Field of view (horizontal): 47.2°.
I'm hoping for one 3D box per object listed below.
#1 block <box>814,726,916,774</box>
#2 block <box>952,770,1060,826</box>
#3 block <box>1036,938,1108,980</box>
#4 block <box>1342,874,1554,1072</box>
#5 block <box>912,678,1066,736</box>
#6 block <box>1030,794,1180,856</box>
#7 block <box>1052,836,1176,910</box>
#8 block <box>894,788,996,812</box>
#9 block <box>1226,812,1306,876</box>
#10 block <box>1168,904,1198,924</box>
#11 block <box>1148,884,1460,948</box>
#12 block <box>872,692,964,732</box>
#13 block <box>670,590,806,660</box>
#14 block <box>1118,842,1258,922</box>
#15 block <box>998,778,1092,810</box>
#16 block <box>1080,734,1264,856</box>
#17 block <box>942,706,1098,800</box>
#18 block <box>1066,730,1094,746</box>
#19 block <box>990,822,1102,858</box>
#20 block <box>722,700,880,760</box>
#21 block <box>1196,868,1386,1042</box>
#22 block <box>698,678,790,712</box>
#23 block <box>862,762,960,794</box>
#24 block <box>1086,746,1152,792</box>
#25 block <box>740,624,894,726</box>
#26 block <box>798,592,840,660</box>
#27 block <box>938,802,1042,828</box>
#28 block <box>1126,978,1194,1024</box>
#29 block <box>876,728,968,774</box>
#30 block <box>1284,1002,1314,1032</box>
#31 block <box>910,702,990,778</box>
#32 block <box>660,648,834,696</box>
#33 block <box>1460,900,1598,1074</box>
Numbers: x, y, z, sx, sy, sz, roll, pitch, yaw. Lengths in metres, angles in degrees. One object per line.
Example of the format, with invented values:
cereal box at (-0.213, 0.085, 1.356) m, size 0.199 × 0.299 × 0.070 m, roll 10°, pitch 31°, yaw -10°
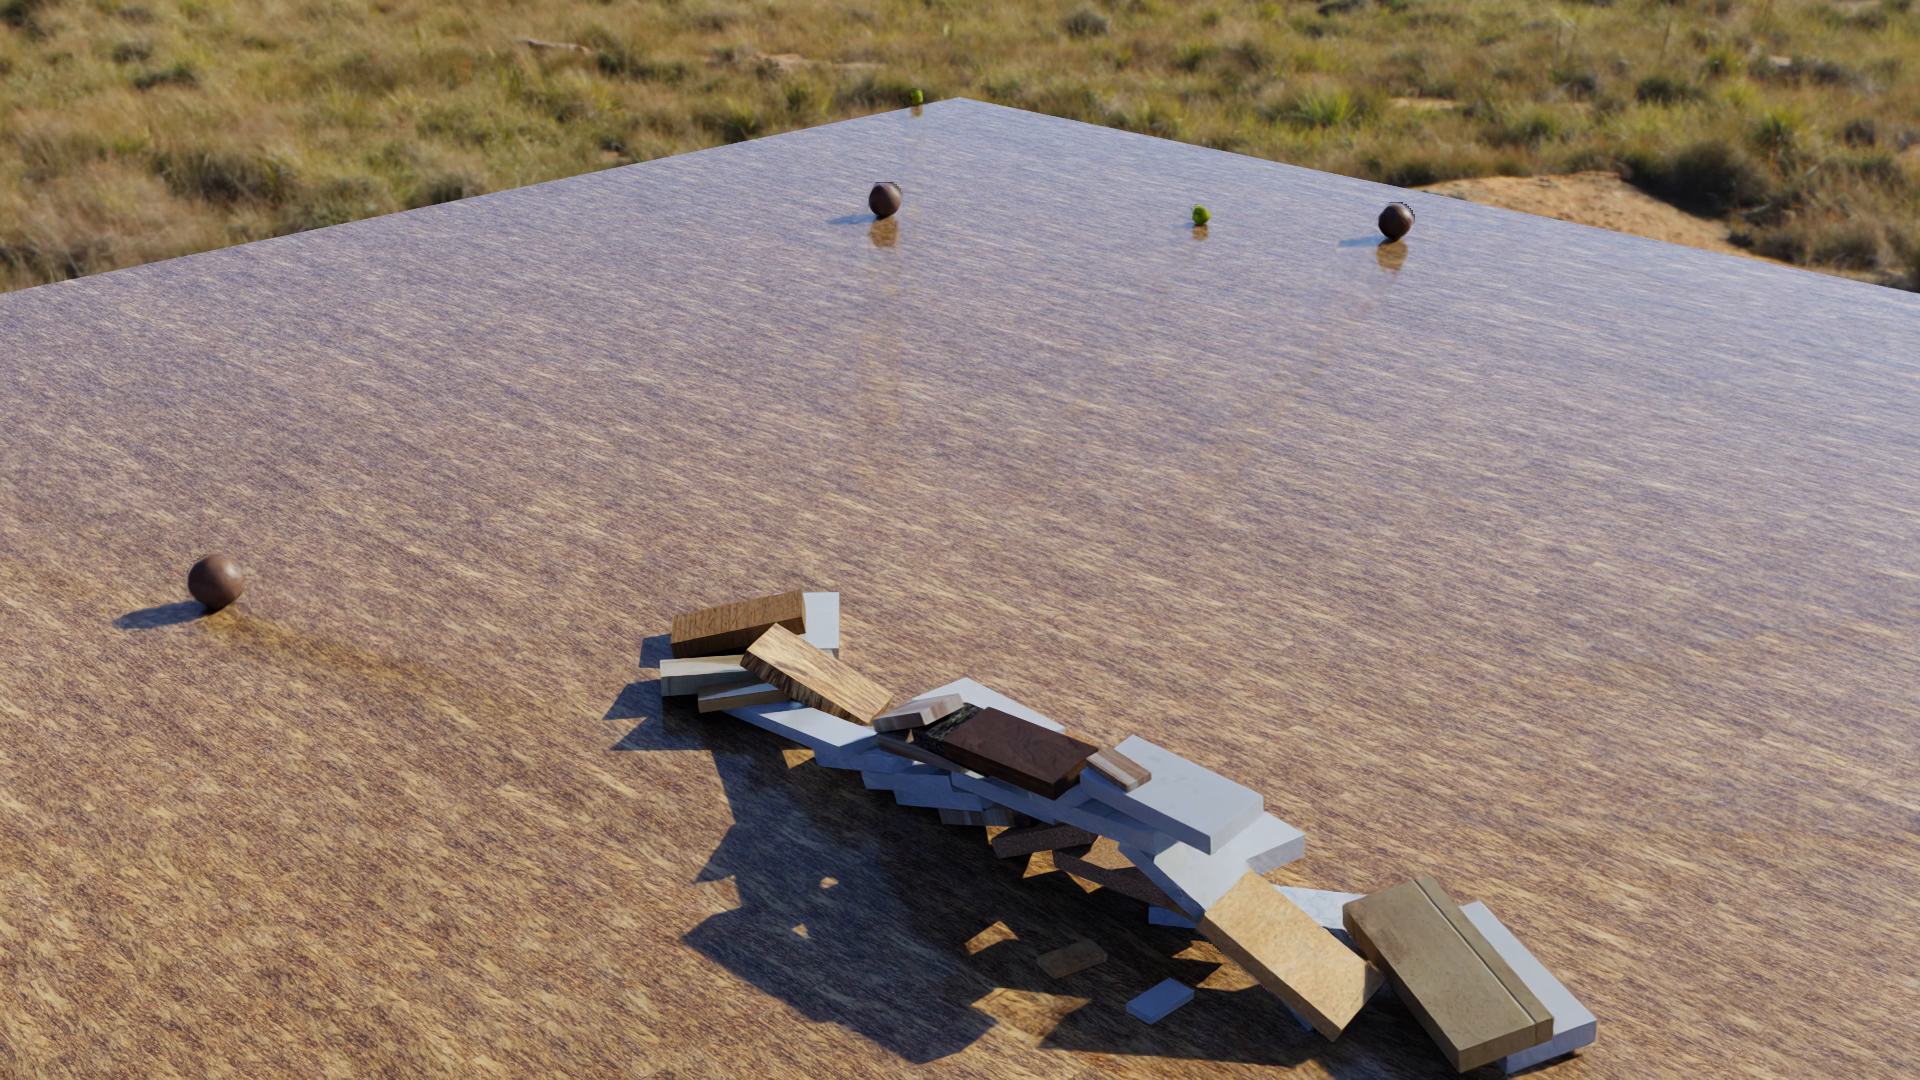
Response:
block at (-0.173, 0.435, 4.574) m, size 0.130 × 0.037 × 0.261 m, roll -26°, pitch 16°, yaw -38°
block at (0.124, 0.471, 4.279) m, size 0.260 × 0.037 × 0.130 m, roll 17°, pitch 32°, yaw 39°
block at (0.202, 0.754, 3.962) m, size 0.114 × 0.016 × 0.057 m, roll -13°, pitch 26°, yaw -28°
block at (0.834, 0.739, 3.788) m, size 0.175 × 0.050 × 0.408 m, roll -16°, pitch 31°, yaw -12°
block at (0.058, 0.387, 4.679) m, size 0.157 × 0.044 × 0.313 m, roll -19°, pitch 29°, yaw -37°
block at (0.296, 0.488, 4.051) m, size 0.150 × 0.042 × 0.333 m, roll -26°, pitch 24°, yaw -33°
block at (0.326, 0.602, 4.123) m, size 0.144 × 0.041 × 0.289 m, roll -26°, pitch 26°, yaw -36°
block at (-0.001, 0.496, 4.429) m, size 0.130 × 0.037 × 0.260 m, roll -26°, pitch 15°, yaw -39°
block at (0.498, 0.562, 4.373) m, size 0.176 × 0.050 × 0.351 m, roll -16°, pitch 28°, yaw -33°
block at (0.413, 0.637, 4.100) m, size 0.125 × 0.035 × 0.250 m, roll -23°, pitch 24°, yaw -31°
block at (0.646, 0.695, 4.077) m, size 0.580 × 0.035 × 0.125 m, roll 5°, pitch 23°, yaw 11°
block at (-0.086, 0.348, 4.417) m, size 0.100 × 0.028 × 0.200 m, roll -24°, pitch 4°, yaw -32°
block at (-0.519, 0.198, 5.162) m, size 0.310 × 0.044 × 0.155 m, roll -12°, pitch 23°, yaw 1°
block at (0.441, 0.608, 3.985) m, size 0.289 × 0.041 × 0.144 m, roll 41°, pitch 48°, yaw 24°
block at (0.179, 0.432, 4.157) m, size 0.134 × 0.038 × 0.269 m, roll -24°, pitch 21°, yaw -27°
block at (0.377, 0.454, 3.940) m, size 0.300 × 0.042 × 0.150 m, roll 23°, pitch 40°, yaw 39°
block at (0.113, 0.396, 4.103) m, size 0.268 × 0.038 × 0.134 m, roll 18°, pitch 37°, yaw 38°
block at (0.091, 0.420, 4.716) m, size 0.378 × 0.044 × 0.155 m, roll 20°, pitch 30°, yaw 38°
block at (0.203, 0.548, 4.227) m, size 0.144 × 0.041 × 0.289 m, roll -26°, pitch 4°, yaw -39°
block at (-0.347, 0.388, 4.691) m, size 0.100 × 0.028 × 0.498 m, roll -16°, pitch 17°, yaw -33°
block at (0.573, 0.716, 3.806) m, size 0.300 × 0.042 × 0.150 m, roll 39°, pitch 47°, yaw 19°
block at (-0.474, 0.338, 4.832) m, size 0.200 × 0.028 × 0.100 m, roll -8°, pitch 14°, yaw -4°
block at (-0.065, 0.466, 4.471) m, size 0.261 × 0.037 × 0.131 m, roll -4°, pitch 17°, yaw 46°
block at (0.285, 0.413, 3.965) m, size 0.057 × 0.016 × 0.114 m, roll -24°, pitch 35°, yaw -30°
block at (-0.312, 0.307, 4.818) m, size 0.310 × 0.044 × 0.155 m, roll 30°, pitch 28°, yaw 8°
block at (-0.365, 0.210, 5.210) m, size 0.157 × 0.044 × 0.313 m, roll -1°, pitch 23°, yaw -3°
block at (0.091, 0.522, 4.360) m, size 0.130 × 0.037 × 0.260 m, roll -27°, pitch 14°, yaw -41°
block at (0.350, 0.805, 3.843) m, size 0.114 × 0.016 × 0.057 m, roll -21°, pitch 30°, yaw -40°
block at (-0.036, 0.402, 4.409) m, size 0.130 × 0.037 × 0.261 m, roll -24°, pitch 21°, yaw -35°
block at (0.574, 0.728, 3.851) m, size 0.125 × 0.035 × 0.250 m, roll -23°, pitch 58°, yaw -35°
block at (0.032, 0.386, 4.277) m, size 0.134 × 0.038 × 0.268 m, roll -23°, pitch 20°, yaw -27°
block at (-0.478, 0.298, 4.961) m, size 0.391 × 0.044 × 0.157 m, roll -3°, pitch 11°, yaw -8°
block at (0.924, 0.771, 3.820) m, size 0.175 × 0.050 × 0.351 m, roll -15°, pitch 31°, yaw -17°
